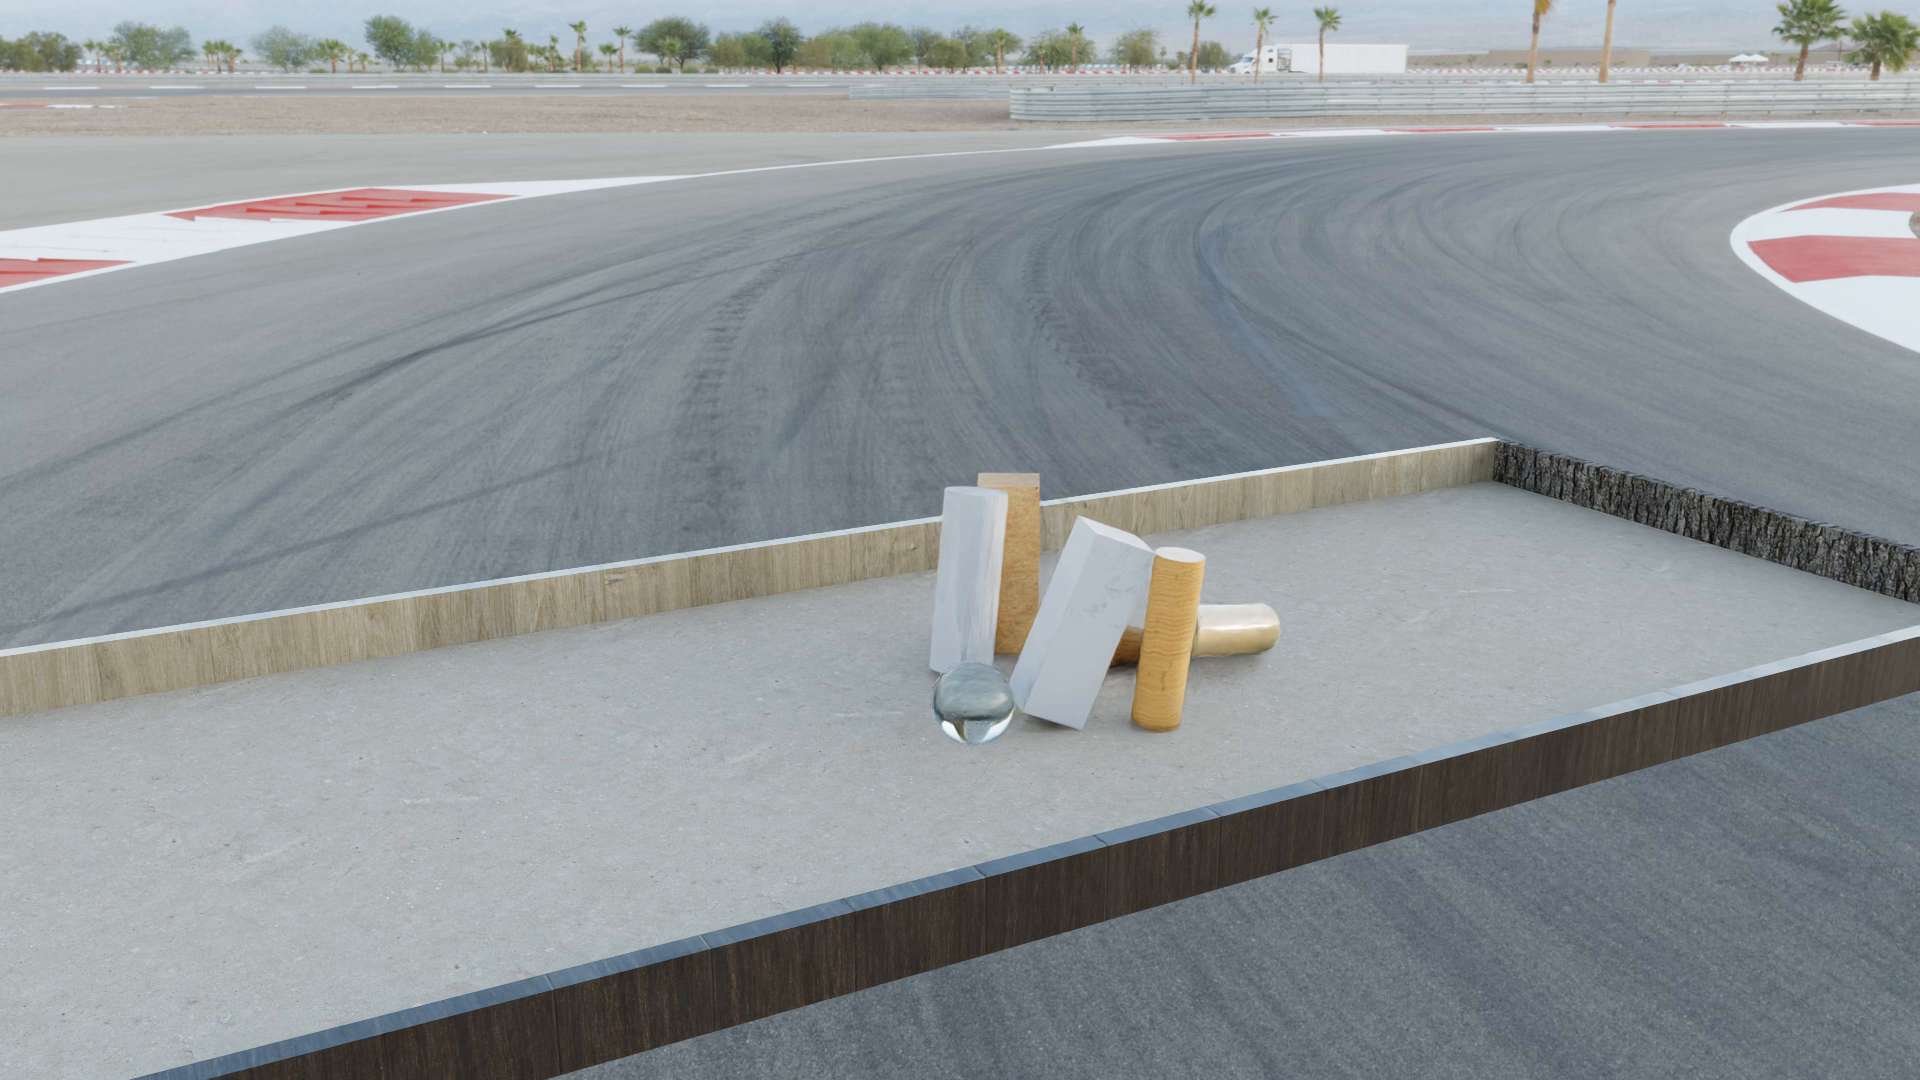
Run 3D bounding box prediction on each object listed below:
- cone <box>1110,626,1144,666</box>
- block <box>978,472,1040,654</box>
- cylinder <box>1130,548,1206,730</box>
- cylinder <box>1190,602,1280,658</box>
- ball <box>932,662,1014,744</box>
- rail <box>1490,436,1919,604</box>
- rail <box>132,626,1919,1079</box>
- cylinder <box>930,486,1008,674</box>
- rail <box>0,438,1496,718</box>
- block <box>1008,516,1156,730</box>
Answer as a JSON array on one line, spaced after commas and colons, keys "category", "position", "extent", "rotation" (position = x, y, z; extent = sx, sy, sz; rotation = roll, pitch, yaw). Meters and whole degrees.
[{"category": "cone", "position": [0.528, 0.276, 4.308], "extent": [0.367, 0.124, 0.124], "rotation": [3, 14, -25]}, {"category": "block", "position": [0.127, 0.061, 4.342], "extent": [0.160, 0.450, 0.160], "rotation": [0, 15, 2]}, {"category": "cylinder", "position": [0.482, 0.230, 3.829], "extent": [0.116, 0.409, 0.116], "rotation": [6, 15, -2]}, {"category": "cylinder", "position": [0.663, 0.229, 4.218], "extent": [0.130, 0.130, 0.356], "rotation": [16, 11, 43]}, {"category": "ball", "position": [0.030, 0.372, 3.760], "extent": [0.186, 0.186, 0.186], "rotation": [0, 16, 0]}, {"category": "rail", "position": [2.466, -0.048, 5.253], "extent": [0.050, 0.150, 2.100], "rotation": [-9, 18, -27]}, {"category": "rail", "position": [-2.336, 1.006, 1.665], "extent": [12.000, 0.150, 0.050], "rotation": [-9, 18, -27]}, {"category": "cylinder", "position": [0.022, 0.102, 4.163], "extent": [0.161, 0.457, 0.161], "rotation": [5, 9, -1]}, {"category": "rail", "position": [-3.305, 0.497, 3.399], "extent": [12.000, 0.150, 0.050], "rotation": [-9, 18, -27]}, {"category": "block", "position": [0.280, 0.193, 3.852], "extent": [0.154, 0.452, 0.154], "rotation": [18, 11, -17]}]
